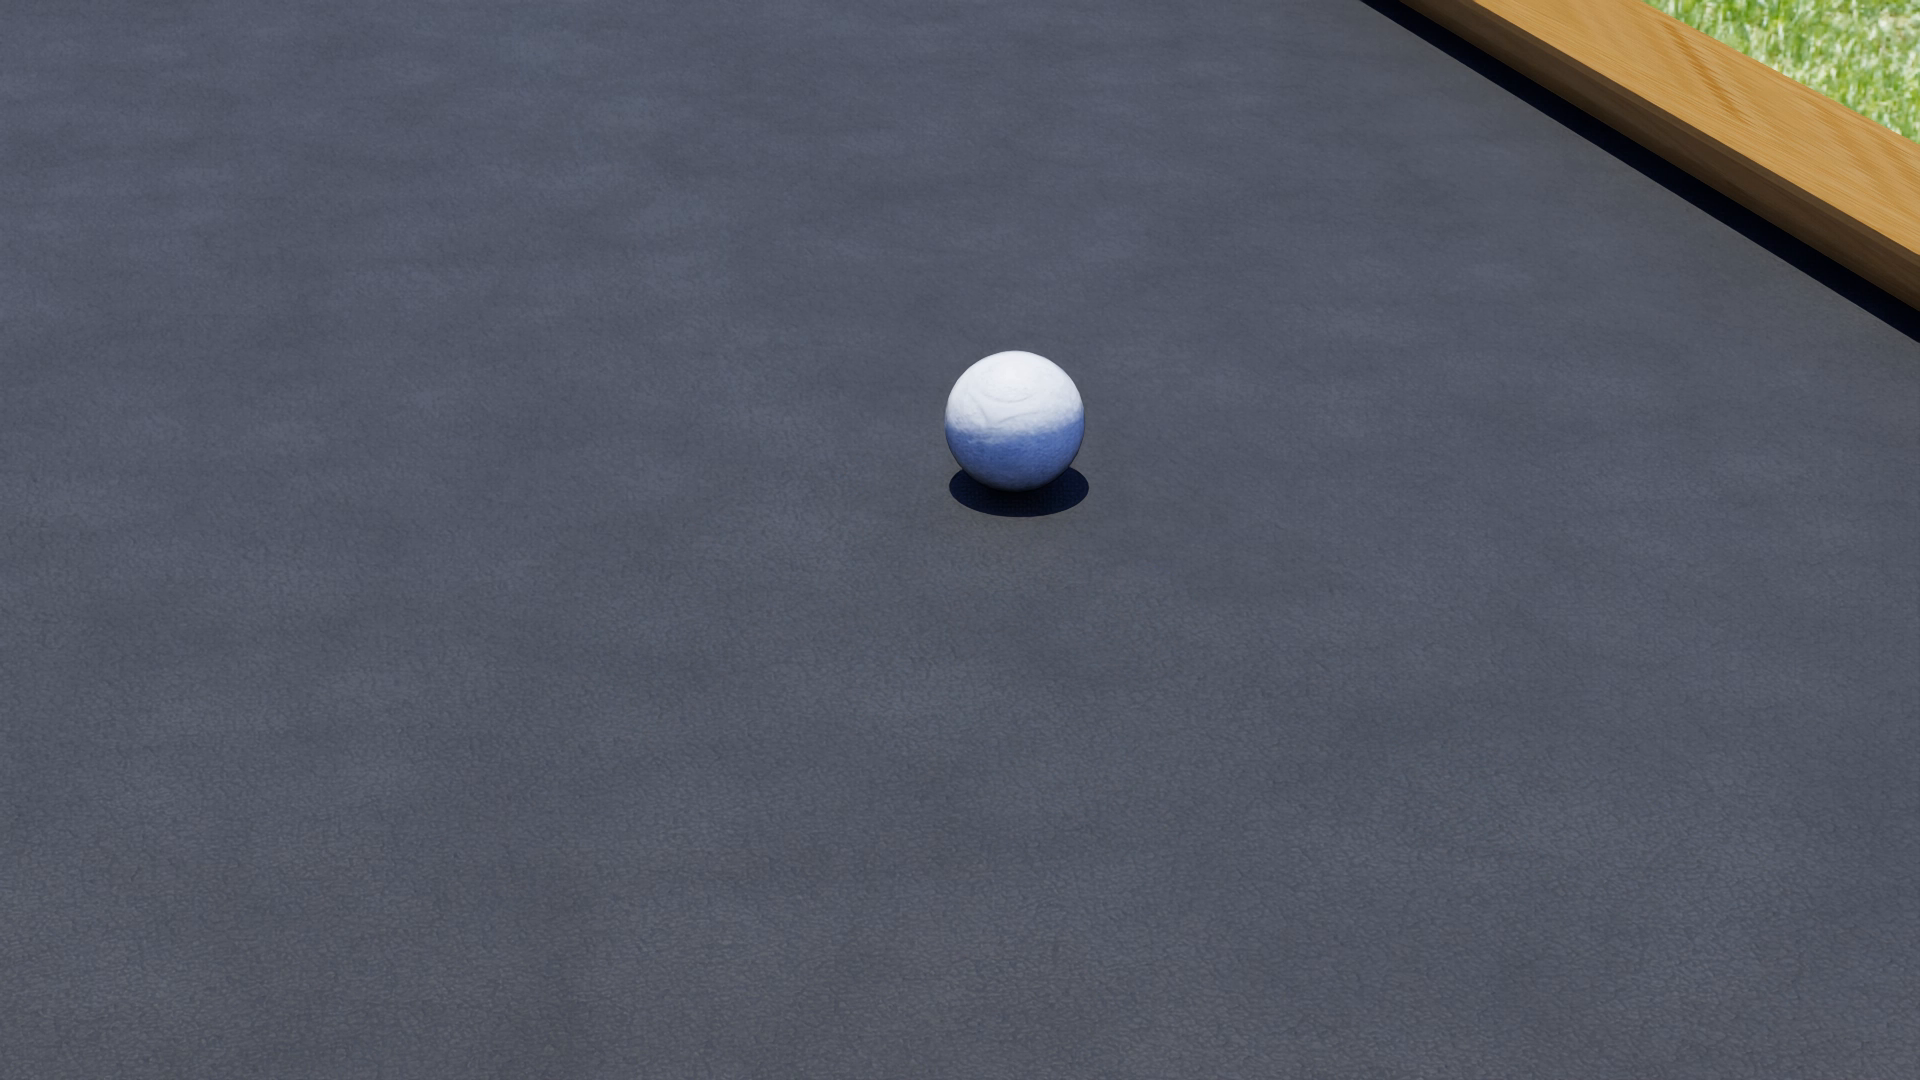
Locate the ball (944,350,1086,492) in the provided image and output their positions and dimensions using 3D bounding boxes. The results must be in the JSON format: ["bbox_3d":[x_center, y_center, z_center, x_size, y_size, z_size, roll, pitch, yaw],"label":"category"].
[{"bbox_3d":[0.039,-0.084,2.075,0.100,0.100,0.100,0,27,0],"label":"ball"}]

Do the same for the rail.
[{"bbox_3d":[0.560,-0.503,2.876,0.045,0.130,3.293,-9,28,-17],"label":"rail"}]
